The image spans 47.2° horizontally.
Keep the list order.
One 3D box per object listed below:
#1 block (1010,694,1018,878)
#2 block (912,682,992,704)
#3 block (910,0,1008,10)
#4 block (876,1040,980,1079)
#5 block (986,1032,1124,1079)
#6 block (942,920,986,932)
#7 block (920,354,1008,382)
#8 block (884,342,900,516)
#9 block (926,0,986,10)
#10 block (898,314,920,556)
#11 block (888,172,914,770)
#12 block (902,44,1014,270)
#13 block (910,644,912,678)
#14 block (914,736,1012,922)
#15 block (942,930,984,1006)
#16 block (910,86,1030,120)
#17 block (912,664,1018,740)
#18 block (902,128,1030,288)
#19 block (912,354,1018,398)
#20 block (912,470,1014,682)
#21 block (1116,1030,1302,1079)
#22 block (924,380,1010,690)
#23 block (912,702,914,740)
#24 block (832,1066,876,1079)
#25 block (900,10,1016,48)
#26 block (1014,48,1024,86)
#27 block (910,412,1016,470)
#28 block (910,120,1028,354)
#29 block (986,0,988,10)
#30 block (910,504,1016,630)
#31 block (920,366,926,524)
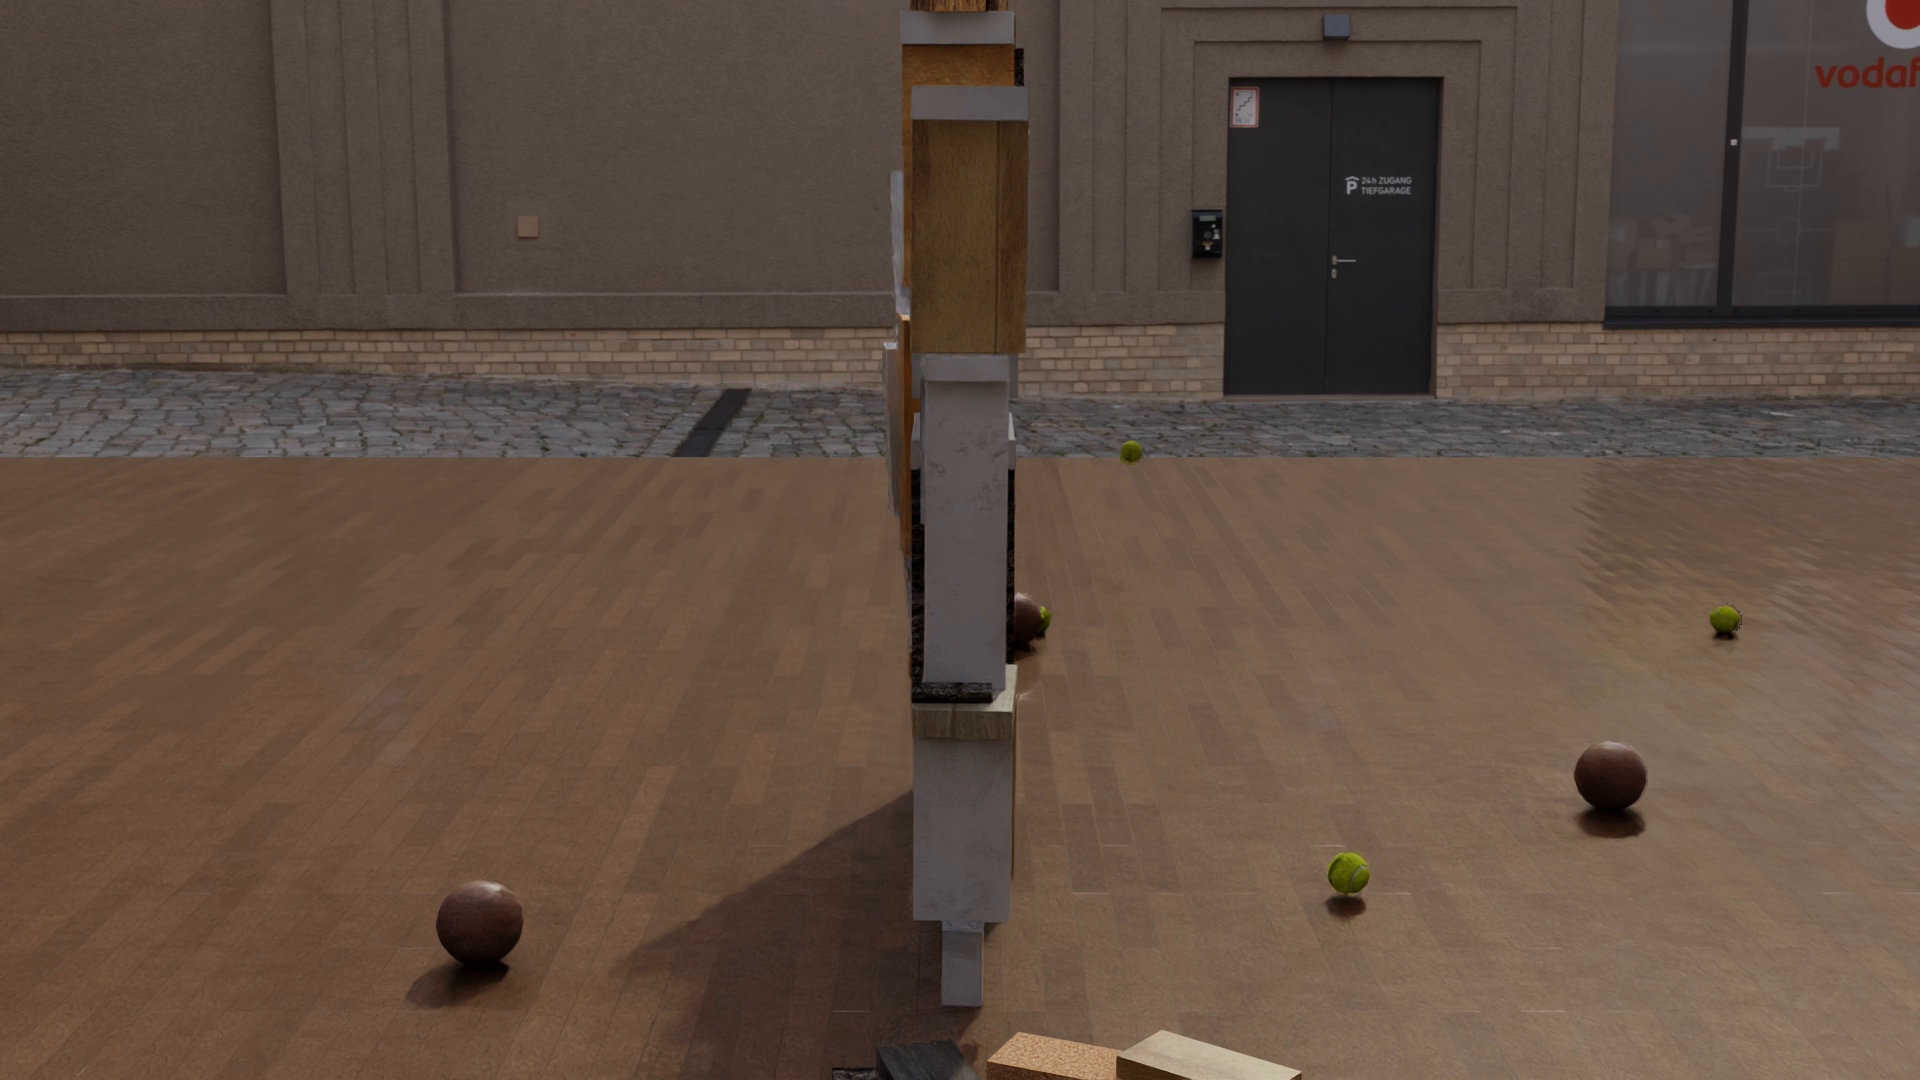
[{"bbox_3d":[0.014,0.371,3.328,0.139,0.277,0.039,1,10,3],"label":"block"},{"bbox_3d":[-0.012,0.217,3.133,0.114,0.016,0.057,0,10,-1],"label":"block"},{"bbox_3d":[-0.001,-1.000,3.514,0.157,0.313,0.044,0,15,3],"label":"block"},{"bbox_3d":[-0.034,0.719,2.892,0.108,0.030,0.215,-3,11,-15],"label":"block"},{"bbox_3d":[0.363,0.727,2.848,0.670,0.030,0.108,5,12,24],"label":"block"},{"bbox_3d":[0.009,0.543,3.219,0.059,0.017,0.119,2,12,5],"label":"block"},{"bbox_3d":[0.004,-0.260,3.194,0.117,0.033,0.234,0,10,-3],"label":"block"},{"bbox_3d":[-0.055,-0.218,4.242,0.168,0.336,0.048,-5,21,-8],"label":"block"},{"bbox_3d":[-0.007,-0.894,3.328,0.091,0.182,0.026,0,15,2],"label":"block"},{"bbox_3d":[-0.032,-0.197,4.083,0.157,0.458,0.044,-6,23,-14],"label":"block"},{"bbox_3d":[-0.033,-0.134,4.363,0.168,1.240,0.048,-1,-11,-7],"label":"block"},{"bbox_3d":[-0.002,-0.601,3.459,0.174,0.347,0.049,0,11,1],"label":"block"},{"bbox_3d":[-0.001,0.186,3.931,0.163,0.046,0.326,0,11,2],"label":"block"},{"bbox_3d":[0.004,0.406,3.148,0.139,0.280,0.039,1,12,3],"label":"block"},{"bbox_3d":[0.004,0.617,3.194,0.059,0.119,0.017,2,11,5],"label":"block"},{"bbox_3d":[0.011,-0.632,3.195,0.163,0.046,0.326,0,10,-1],"label":"block"},{"bbox_3d":[0.011,0.232,3.207,0.139,0.039,0.277,1,11,3],"label":"block"},{"bbox_3d":[0.008,-0.581,3.844,0.157,0.313,0.044,13,22,-3],"label":"block"},{"bbox_3d":[0.008,-0.425,3.348,0.163,0.415,0.046,0,10,-1],"label":"block"},{"bbox_3d":[0.005,0.061,3.658,0.170,0.379,0.048,0,11,0],"label":"block"},{"bbox_3d":[0.322,0.694,2.856,0.215,0.030,0.108,8,13,38],"label":"block"},{"bbox_3d":[0.008,-0.008,3.157,0.117,0.450,0.033,0,10,-5],"label":"block"},{"bbox_3d":[0.000,0.389,3.859,0.163,0.326,0.046,0,11,0],"label":"block"},{"bbox_3d":[-0.137,0.725,2.896,0.057,0.016,0.114,-1,11,-5],"label":"block"},{"bbox_3d":[0.001,-0.818,3.533,0.174,0.049,0.347,0,11,2],"label":"block"},{"bbox_3d":[0.019,-0.645,3.685,0.174,0.347,0.049,1,11,3],"label":"block"},{"bbox_3d":[0.005,-0.170,3.728,0.170,0.048,0.339,0,11,0],"label":"block"},{"bbox_3d":[0.012,-0.430,3.127,0.163,0.326,0.046,0,12,-3],"label":"block"},{"bbox_3d":[-0.003,-0.919,3.448,0.091,0.182,0.026,0,13,2],"label":"block"},{"bbox_3d":[0.004,0.055,4.113,0.168,0.336,0.048,-22,58,-22],"label":"block"},{"bbox_3d":[0.000,-0.142,3.294,0.117,0.234,0.033,0,10,-2],"label":"block"}]
